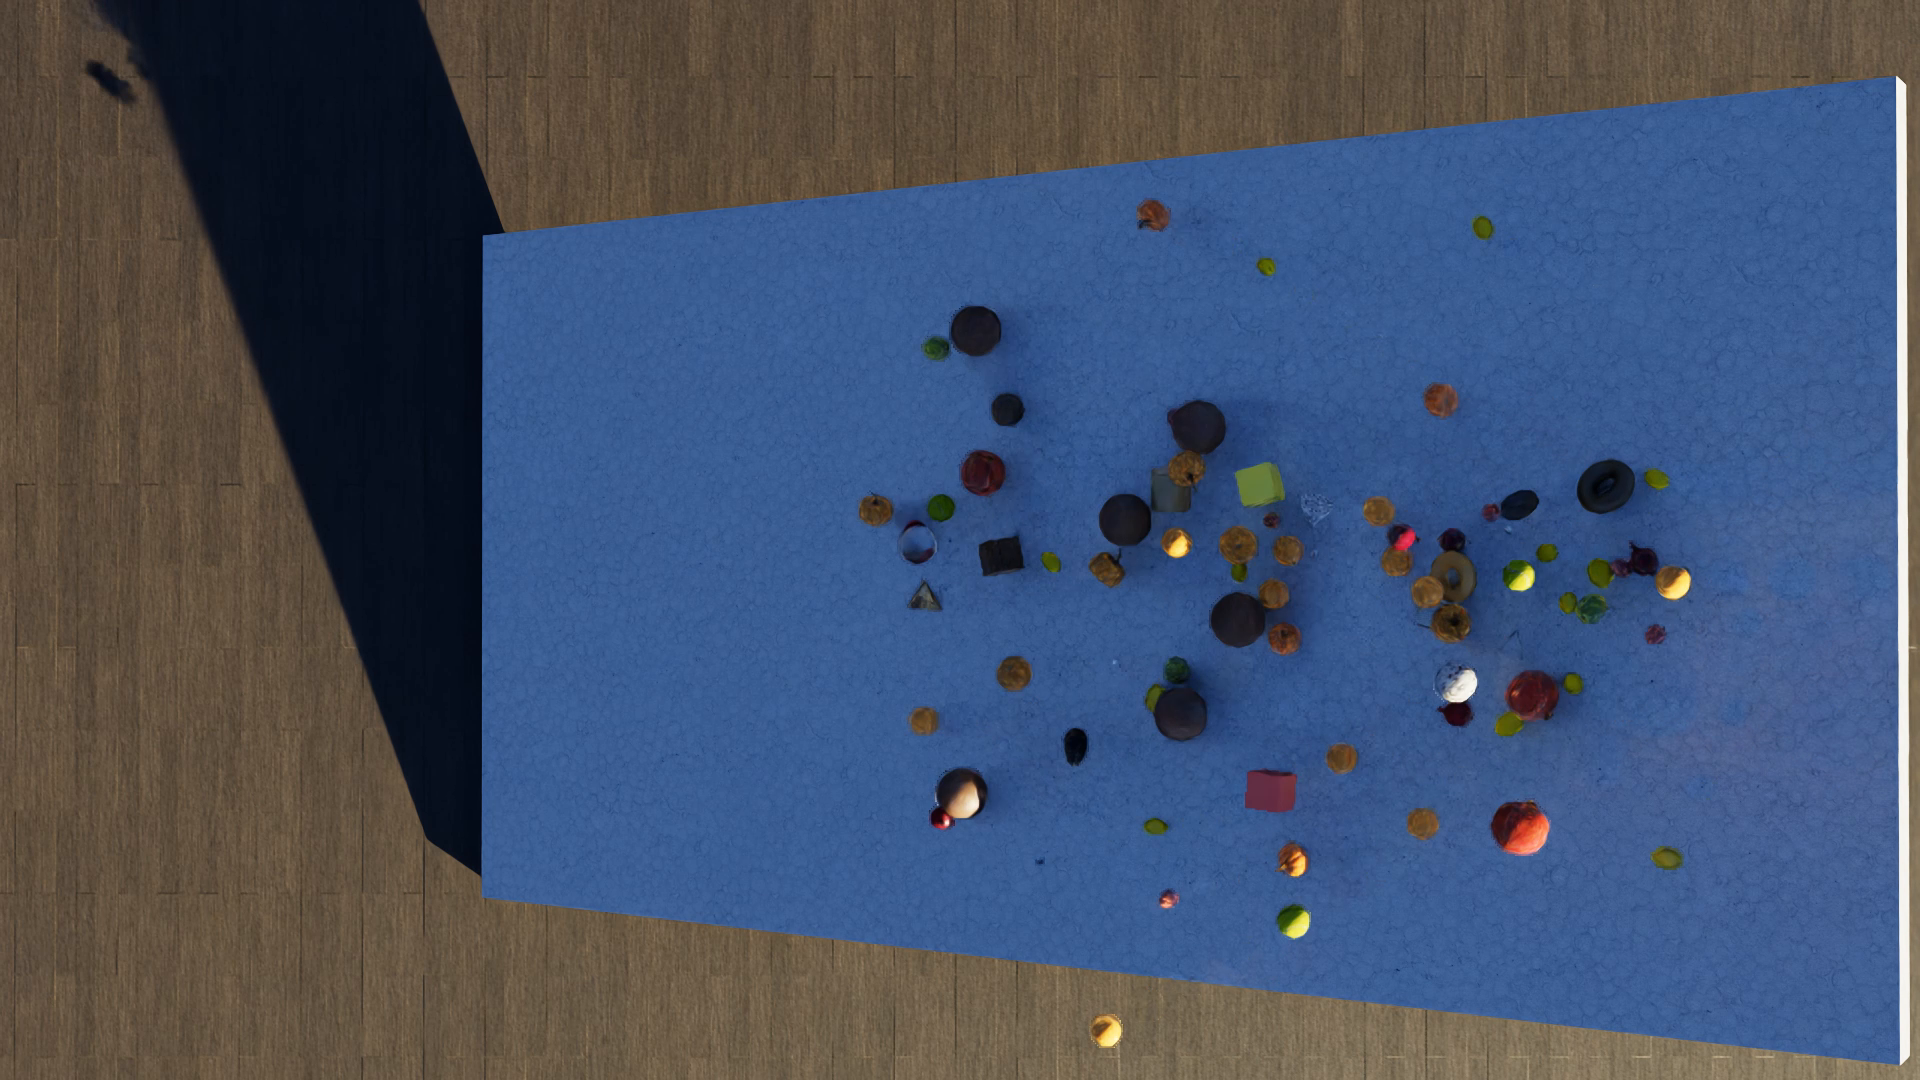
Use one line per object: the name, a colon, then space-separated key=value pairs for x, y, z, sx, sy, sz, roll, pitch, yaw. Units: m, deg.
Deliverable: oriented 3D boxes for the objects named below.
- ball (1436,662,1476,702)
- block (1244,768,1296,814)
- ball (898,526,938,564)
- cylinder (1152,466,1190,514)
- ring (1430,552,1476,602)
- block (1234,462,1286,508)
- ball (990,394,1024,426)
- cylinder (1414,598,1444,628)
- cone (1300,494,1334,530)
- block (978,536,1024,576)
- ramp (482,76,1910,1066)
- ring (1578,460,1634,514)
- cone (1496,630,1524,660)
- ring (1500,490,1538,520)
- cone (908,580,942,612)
ball: x=1.072 y=0.307 z=4.754 sx=0.088 sy=0.088 sz=0.088 roll=0 pitch=90 yaw=0
block: x=0.729 y=0.588 z=5.158 sx=0.085 sy=0.085 sz=0.085 roll=7 pitch=93 yaw=35
ball: x=-0.108 y=0.011 z=5.658 sx=0.099 sy=0.099 sz=0.099 roll=0 pitch=90 yaw=0
cylinder: x=0.507 y=-0.121 z=5.288 sx=0.093 sy=0.093 sz=0.093 roll=-1 pitch=104 yaw=0
ring: x=1.101 y=0.082 z=4.910 sx=0.039 sy=0.117 sz=0.117 roll=-10 pitch=89 yaw=-42
block: x=0.702 y=-0.127 z=5.135 sx=0.083 sy=0.083 sz=0.083 roll=-17 pitch=80 yaw=22
ball: x=0.120 y=-0.329 z=5.568 sx=0.086 sy=0.086 sz=0.086 roll=0 pitch=90 yaw=0
cylinder: x=1.059 y=0.165 z=4.961 sx=0.060 sy=0.060 sz=0.060 roll=9 pitch=95 yaw=0
cone: x=0.824 y=-0.053 z=5.132 sx=0.078 sy=0.078 sz=0.078 roll=10 pitch=128 yaw=0
block: x=0.104 y=0.043 z=5.560 sx=0.080 sy=0.080 sz=0.080 roll=-7 pitch=82 yaw=-23
ramp: x=0.254 y=0.070 z=5.587 sx=4.000 sy=0.100 sz=2.000 roll=0 pitch=89 yaw=33
ring: x=1.390 y=-0.116 z=4.734 sx=0.043 sy=0.129 sz=0.129 roll=38 pitch=90 yaw=-39
cone: x=1.216 y=0.225 z=4.826 sx=0.062 sy=0.062 sz=0.062 roll=16 pitch=93 yaw=0
ring: x=1.226 y=-0.077 z=4.822 sx=0.087 sy=0.087 sz=0.029 roll=-19 pitch=53 yaw=0
cone: x=-0.078 y=0.162 z=5.723 sx=0.085 sy=0.085 sz=0.085 roll=35 pitch=90 yaw=6
